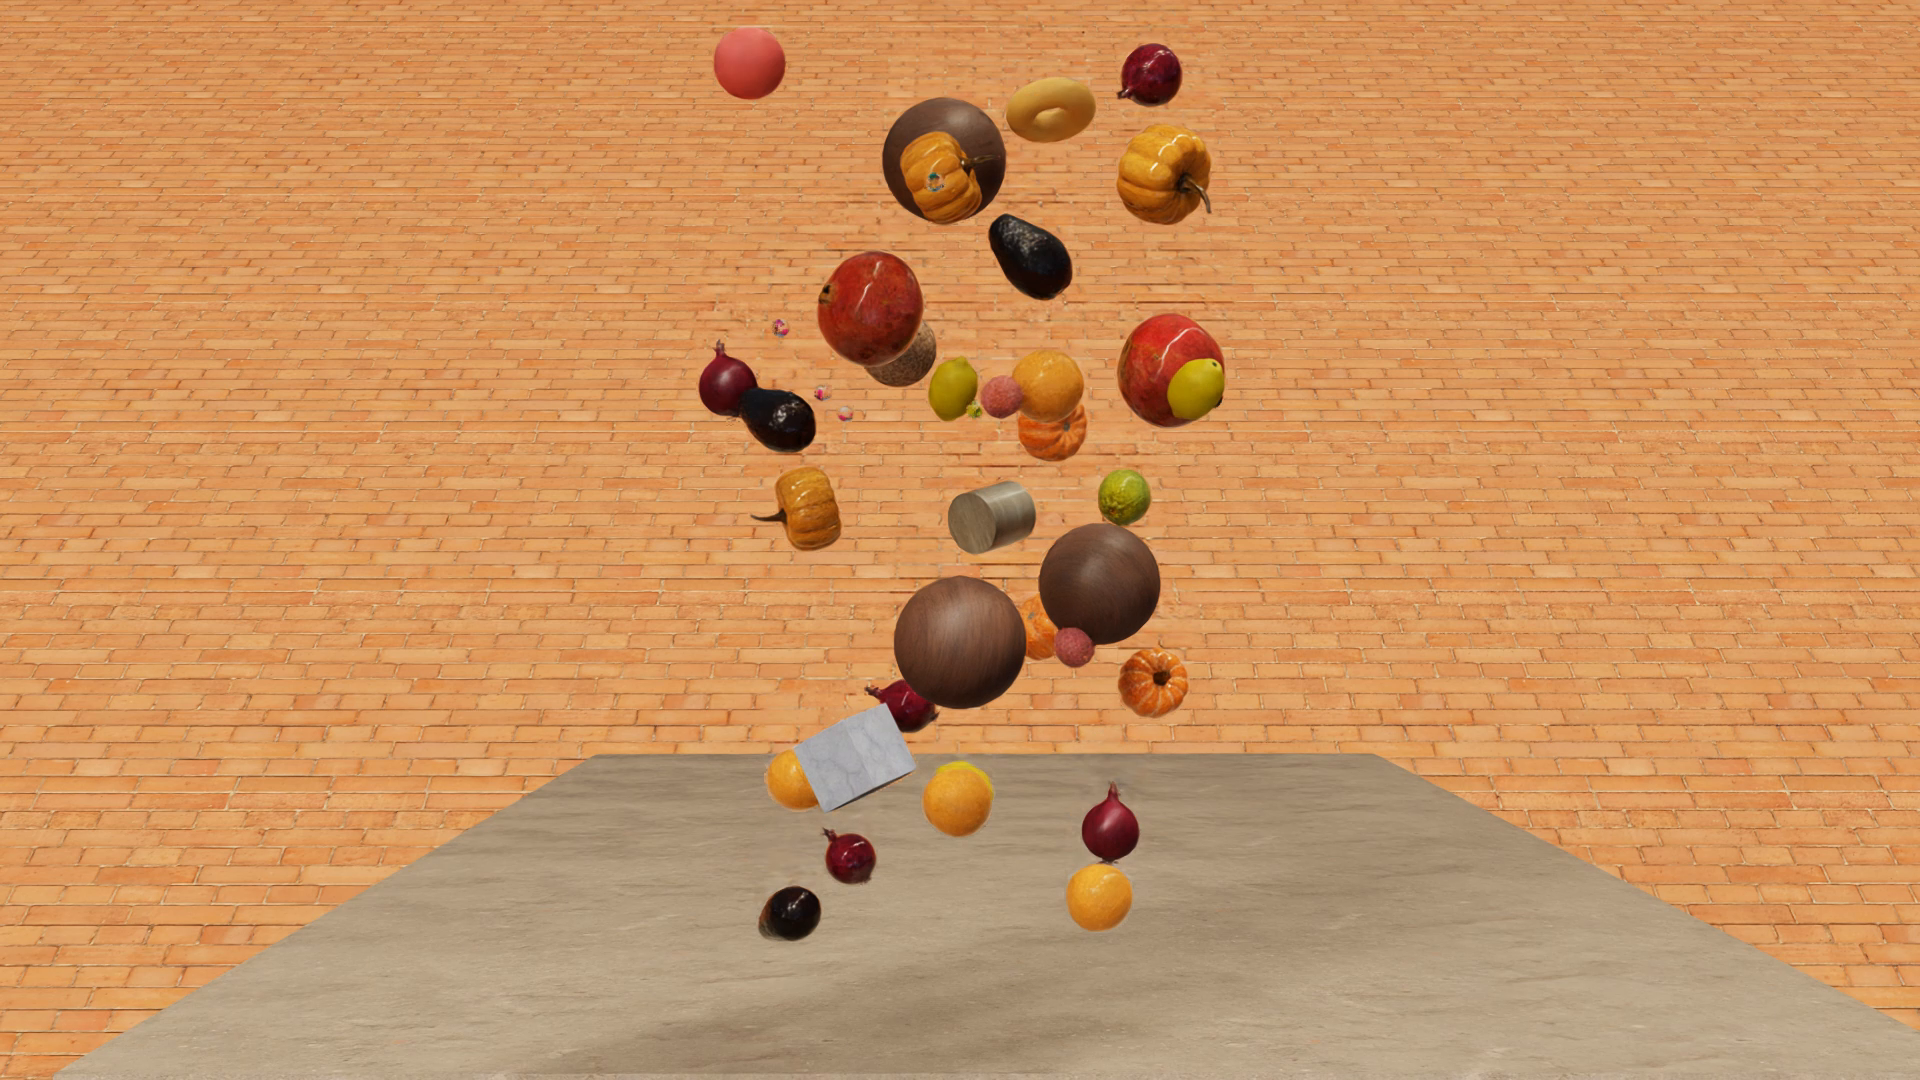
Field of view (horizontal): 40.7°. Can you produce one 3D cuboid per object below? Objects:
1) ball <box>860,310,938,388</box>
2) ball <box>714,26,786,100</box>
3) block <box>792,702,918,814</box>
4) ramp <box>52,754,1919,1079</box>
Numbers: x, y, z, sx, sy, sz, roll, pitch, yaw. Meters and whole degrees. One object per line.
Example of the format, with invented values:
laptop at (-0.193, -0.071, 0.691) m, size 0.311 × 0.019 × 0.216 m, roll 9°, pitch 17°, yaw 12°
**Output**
ball at (-0.069, -0.215, 2.901) m, size 0.088 × 0.088 × 0.088 m, roll 0°, pitch 30°, yaw 0°
ball at (-0.205, -0.464, 2.517) m, size 0.070 × 0.070 × 0.070 m, roll 0°, pitch 30°, yaw 0°
block at (-0.109, 0.227, 2.693) m, size 0.077 × 0.077 × 0.077 m, roll -30°, pitch -7°, yaw 35°
ramp at (0.067, 0.598, 4.657) m, size 2.000 × 0.100 × 4.000 m, roll 0°, pitch 0°, yaw 0°
